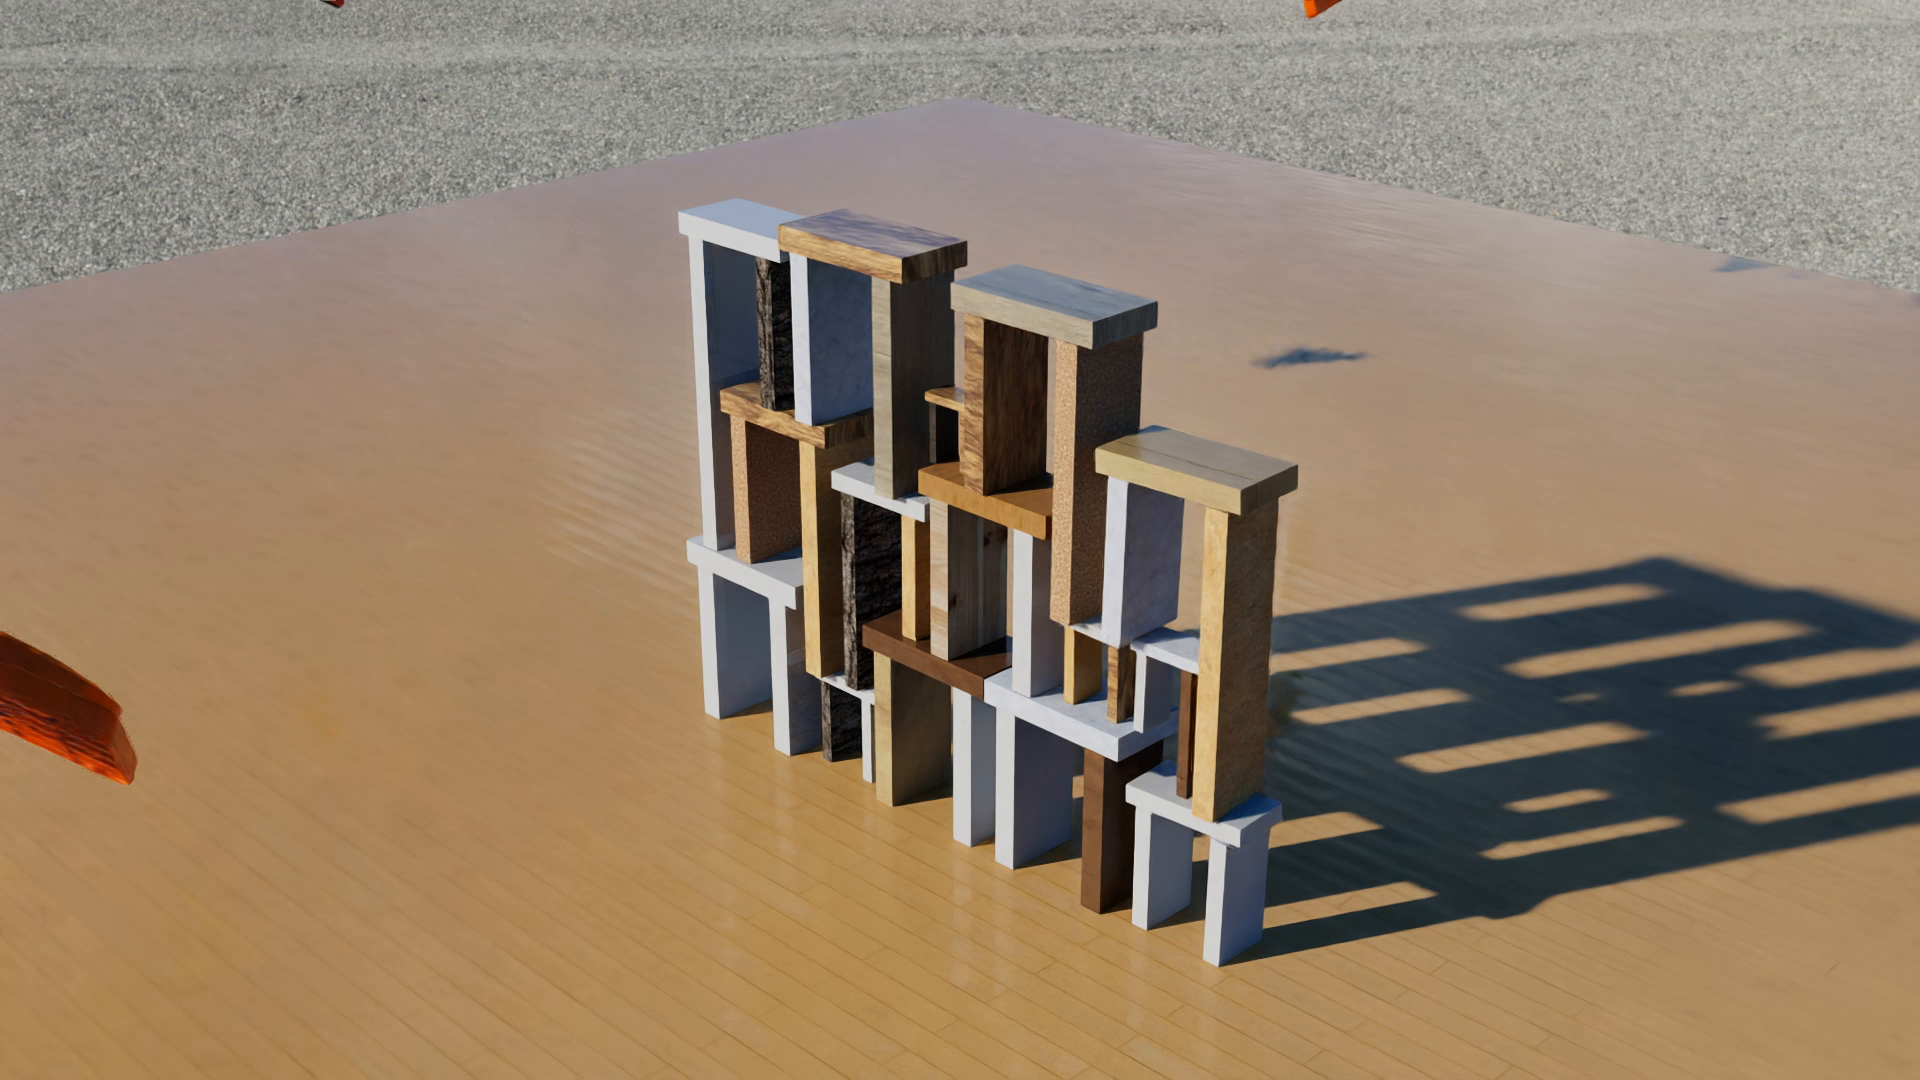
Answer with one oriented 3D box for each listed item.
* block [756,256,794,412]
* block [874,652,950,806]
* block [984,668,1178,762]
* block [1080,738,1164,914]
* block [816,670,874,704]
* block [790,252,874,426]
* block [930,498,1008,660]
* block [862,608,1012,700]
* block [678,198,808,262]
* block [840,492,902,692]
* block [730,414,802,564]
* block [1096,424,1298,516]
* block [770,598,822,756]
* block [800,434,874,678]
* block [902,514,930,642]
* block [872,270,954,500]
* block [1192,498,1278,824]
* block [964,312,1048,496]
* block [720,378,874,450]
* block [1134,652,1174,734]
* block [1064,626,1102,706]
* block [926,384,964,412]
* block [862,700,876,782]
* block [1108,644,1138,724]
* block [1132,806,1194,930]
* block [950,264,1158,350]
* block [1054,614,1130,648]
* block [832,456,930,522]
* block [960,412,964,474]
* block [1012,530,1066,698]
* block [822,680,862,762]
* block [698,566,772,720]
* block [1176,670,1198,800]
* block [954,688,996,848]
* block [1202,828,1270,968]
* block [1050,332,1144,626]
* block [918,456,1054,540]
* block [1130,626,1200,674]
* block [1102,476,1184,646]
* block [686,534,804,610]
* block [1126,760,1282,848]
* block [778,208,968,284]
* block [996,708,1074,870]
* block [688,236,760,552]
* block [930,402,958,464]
[{"bbox_3d":[-0.329,-0.428,4.396,0.156,0.312,0.044,-21,31,-41],"label":"block"},{"bbox_3d":[-0.095,0.359,4.483,0.048,0.337,0.168,21,31,41],"label":"block"},{"bbox_3d":[0.224,0.309,4.113,0.336,0.048,0.168,21,31,41],"label":"block"},{"bbox_3d":[0.303,0.516,4.114,0.048,0.336,0.168,21,31,41],"label":"block"},{"bbox_3d":[-0.204,0.288,4.571,0.186,0.026,0.093,21,31,41],"label":"block"},{"bbox_3d":[-0.248,-0.410,4.317,0.048,0.342,0.171,21,31,41],"label":"block"},{"bbox_3d":[0.018,0.054,4.232,0.046,0.327,0.163,21,31,41],"label":"block"},{"bbox_3d":[-0.016,0.213,4.335,0.337,0.048,0.168,21,31,41],"label":"block"},{"bbox_3d":[-0.403,-0.621,4.394,0.156,0.044,0.312,-21,31,-40],"label":"block"},{"bbox_3d":[-0.177,0.088,4.458,0.037,0.430,0.129,21,31,40],"label":"block"},{"bbox_3d":[-0.398,-0.125,4.611,0.046,0.321,0.161,21,31,41],"label":"block"},{"bbox_3d":[0.400,-0.122,3.733,0.312,0.044,0.156,19,30,41],"label":"block"},{"bbox_3d":[-0.317,0.266,4.681,0.050,0.354,0.177,21,31,41],"label":"block"},{"bbox_3d":[-0.247,0.022,4.509,0.161,0.512,0.046,-21,31,-41],"label":"block"},{"bbox_3d":[-0.054,0.057,4.312,0.129,0.258,0.037,-21,31,-40],"label":"block"},{"bbox_3d":[-0.087,-0.306,4.187,0.048,0.433,0.171,20,30,39],"label":"block"},{"bbox_3d":[0.473,0.196,3.789,0.044,0.589,0.156,19,30,36],"label":"block"},{"bbox_3d":[0.085,-0.266,4.015,0.048,0.338,0.169,21,31,41],"label":"block"},{"bbox_3d":[-0.322,-0.265,4.470,0.161,0.046,0.321,-21,31,-41],"label":"block"},{"bbox_3d":[0.350,0.262,3.961,0.022,0.157,0.078,22,32,40],"label":"block"},{"bbox_3d":[0.228,0.217,4.062,0.023,0.159,0.080,21,31,40],"label":"block"},{"bbox_3d":[-0.001,-0.262,4.109,0.121,0.017,0.060,21,31,40],"label":"block"},{"bbox_3d":[-0.160,0.403,4.573,0.026,0.186,0.093,21,31,41],"label":"block"},{"bbox_3d":[0.304,0.246,3.995,0.023,0.159,0.080,21,31,41],"label":"block"},{"bbox_3d":[0.376,0.583,4.063,0.036,0.253,0.126,21,31,41],"label":"block"},{"bbox_3d":[0.163,-0.414,3.867,0.338,0.048,0.169,21,31,41],"label":"block"},{"bbox_3d":[0.257,0.150,3.988,0.080,0.023,0.159,-21,31,-39],"label":"block"},{"bbox_3d":[-0.116,-0.103,4.311,0.258,0.037,0.129,21,31,40],"label":"block"},{"bbox_3d":[0.027,-0.188,4.110,0.017,0.121,0.060,21,31,41],"label":"block"},{"bbox_3d":[0.172,0.114,4.090,0.046,0.328,0.163,21,31,41],"label":"block"},{"bbox_3d":[-0.248,0.368,4.654,0.026,0.186,0.093,21,31,41],"label":"block"},{"bbox_3d":[-0.483,0.201,4.835,0.050,0.354,0.177,21,31,41],"label":"block"},{"bbox_3d":[0.421,0.333,3.909,0.022,0.251,0.078,20,30,38],"label":"block"},{"bbox_3d":[0.063,0.421,4.337,0.048,0.337,0.168,21,31,41],"label":"block"},{"bbox_3d":[0.497,0.629,3.953,0.036,0.253,0.126,22,31,40],"label":"block"},{"bbox_3d":[0.242,-0.117,3.908,0.169,0.531,0.048,-21,32,-39],"label":"block"},{"bbox_3d":[0.095,-0.088,4.088,0.327,0.046,0.163,21,31,41],"label":"block"},{"bbox_3d":[0.386,0.194,3.890,0.078,0.022,0.157,-21,29,-40],"label":"block"},{"bbox_3d":[0.324,0.016,3.874,0.156,0.312,0.044,-22,33,-40],"label":"block"},{"bbox_3d":[-0.400,0.047,4.679,0.354,0.050,0.177,21,31,41],"label":"block"},{"bbox_3d":[0.437,0.471,3.951,0.253,0.036,0.126,18,29,39],"label":"block"},{"bbox_3d":[-0.168,-0.559,4.167,0.342,0.048,0.171,21,31,40],"label":"block"},{"bbox_3d":[0.145,0.454,4.260,0.048,0.336,0.168,21,31,41],"label":"block"},{"bbox_3d":[-0.476,-0.316,4.603,0.044,0.679,0.156,21,31,41],"label":"block"},{"bbox_3d":[-0.030,-0.210,4.162,0.060,0.121,0.017,-21,31,-41],"label":"block"}]
